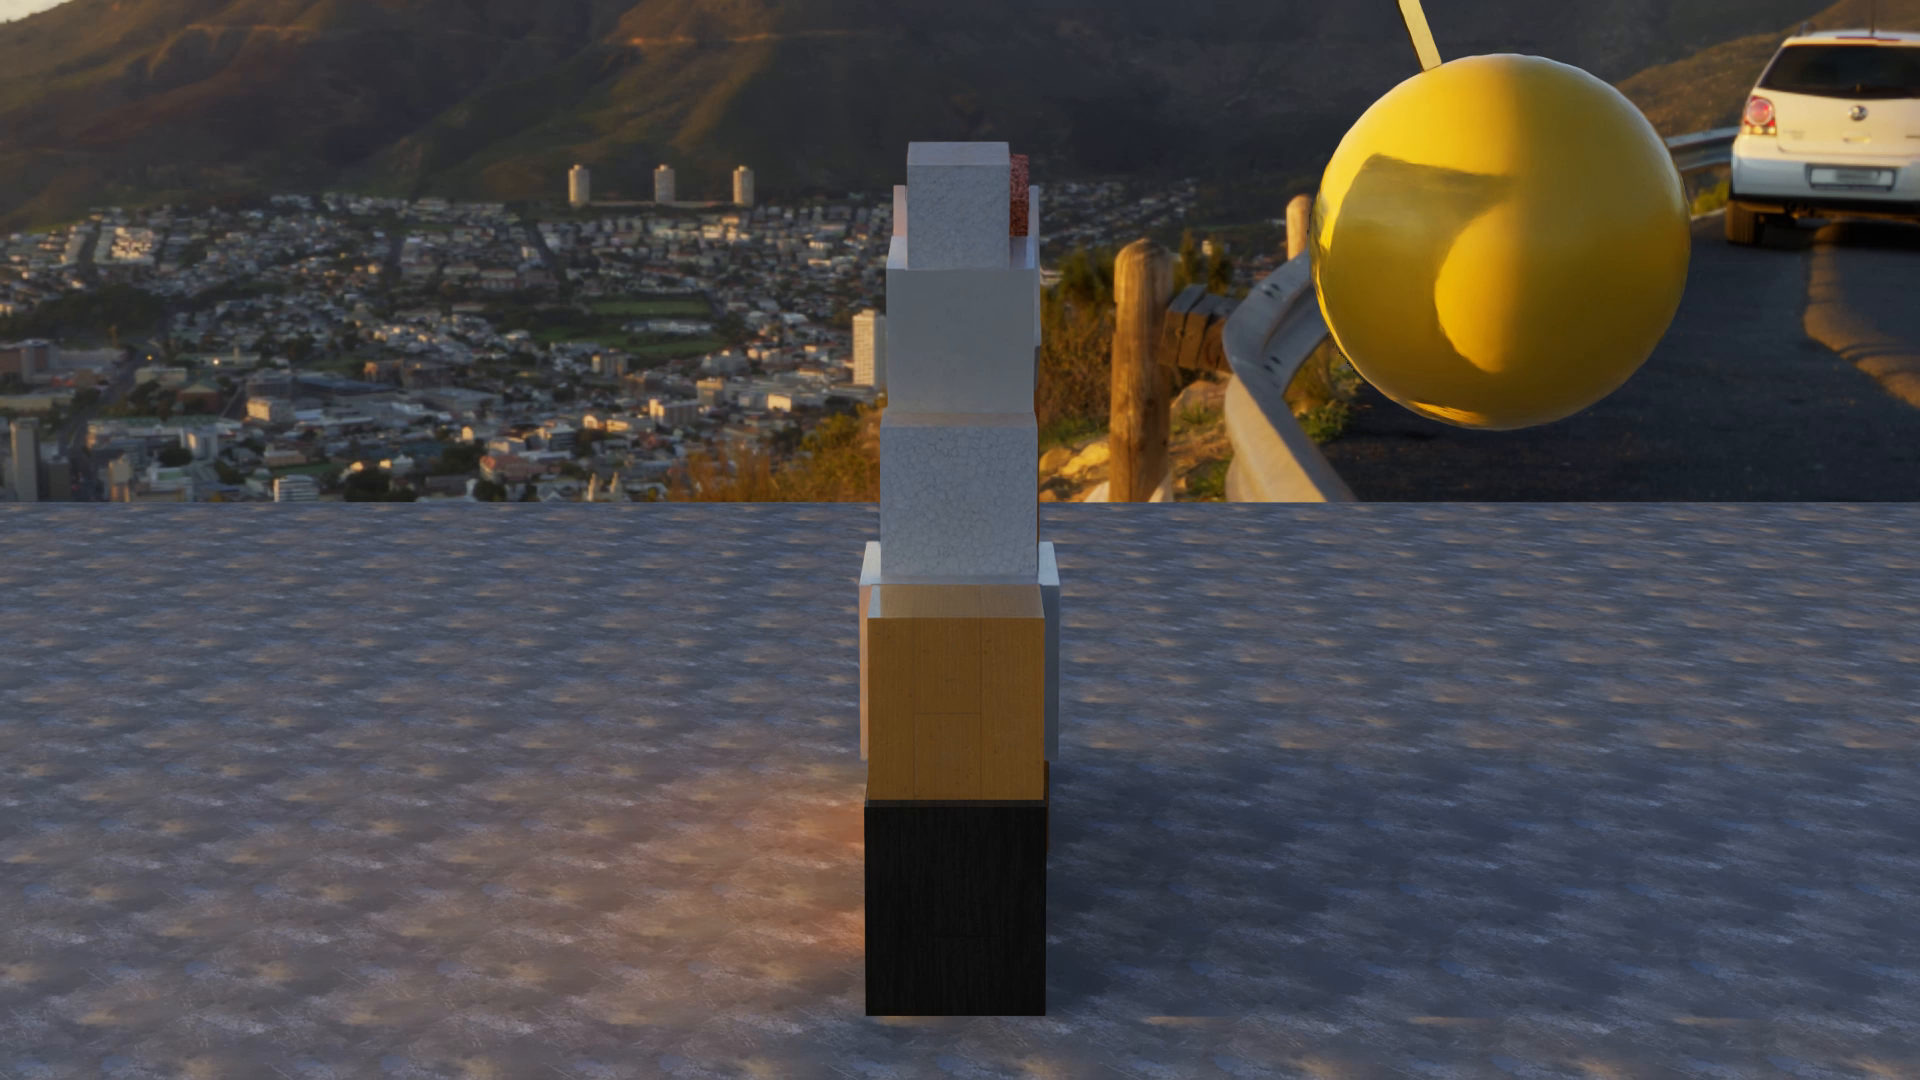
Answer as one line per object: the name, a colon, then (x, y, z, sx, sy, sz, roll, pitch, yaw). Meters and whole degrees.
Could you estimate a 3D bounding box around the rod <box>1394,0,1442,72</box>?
rod: (0.994, -4.356, 10.388, 0.080, 5.200, 0.080, -22, 10, 4)

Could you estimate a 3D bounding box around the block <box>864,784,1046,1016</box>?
block: (-0.017, 1.334, 9.944, 0.680, 0.817, 0.675, 0, 10, 0)

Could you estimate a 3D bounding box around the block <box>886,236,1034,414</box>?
block: (0.007, -0.899, 10.655, 0.597, 0.609, 0.548, 0, 21, 1)

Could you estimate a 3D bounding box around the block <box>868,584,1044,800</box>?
block: (-0.015, 0.577, 9.873, 0.657, 0.700, 0.627, 0, 10, 0)

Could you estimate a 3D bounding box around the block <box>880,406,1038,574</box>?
block: (-0.005, -0.209, 10.502, 0.627, 0.602, 0.533, 0, 12, 0)

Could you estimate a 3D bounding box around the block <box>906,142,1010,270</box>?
block: (-0.005, -1.361, 10.414, 0.409, 0.426, 0.446, 0, 21, 0)

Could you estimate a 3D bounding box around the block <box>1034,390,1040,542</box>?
block: (0.021, -0.315, 11.144, 0.629, 0.638, 0.616, 0, 0, 0)

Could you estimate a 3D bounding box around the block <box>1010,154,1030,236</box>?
block: (0.041, -1.368, 11.031, 0.494, 0.432, 0.478, 2, 32, 0)

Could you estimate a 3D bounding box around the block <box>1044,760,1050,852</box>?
block: (0.011, 0.929, 12.035, 0.787, 0.866, 0.817, 0, 10, 0)

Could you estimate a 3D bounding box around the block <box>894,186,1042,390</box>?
block: (0.026, -1.095, 11.622, 0.646, 0.793, 0.666, 0, -21, -1)

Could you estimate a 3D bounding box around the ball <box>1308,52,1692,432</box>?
ball: (2.295, -1.265, 10.950, 1.600, 1.600, 1.600, 0, 10, 0)

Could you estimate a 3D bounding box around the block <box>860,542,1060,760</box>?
block: (-0.001, 0.445, 10.605, 0.792, 0.721, 0.841, 0, 12, 0)
